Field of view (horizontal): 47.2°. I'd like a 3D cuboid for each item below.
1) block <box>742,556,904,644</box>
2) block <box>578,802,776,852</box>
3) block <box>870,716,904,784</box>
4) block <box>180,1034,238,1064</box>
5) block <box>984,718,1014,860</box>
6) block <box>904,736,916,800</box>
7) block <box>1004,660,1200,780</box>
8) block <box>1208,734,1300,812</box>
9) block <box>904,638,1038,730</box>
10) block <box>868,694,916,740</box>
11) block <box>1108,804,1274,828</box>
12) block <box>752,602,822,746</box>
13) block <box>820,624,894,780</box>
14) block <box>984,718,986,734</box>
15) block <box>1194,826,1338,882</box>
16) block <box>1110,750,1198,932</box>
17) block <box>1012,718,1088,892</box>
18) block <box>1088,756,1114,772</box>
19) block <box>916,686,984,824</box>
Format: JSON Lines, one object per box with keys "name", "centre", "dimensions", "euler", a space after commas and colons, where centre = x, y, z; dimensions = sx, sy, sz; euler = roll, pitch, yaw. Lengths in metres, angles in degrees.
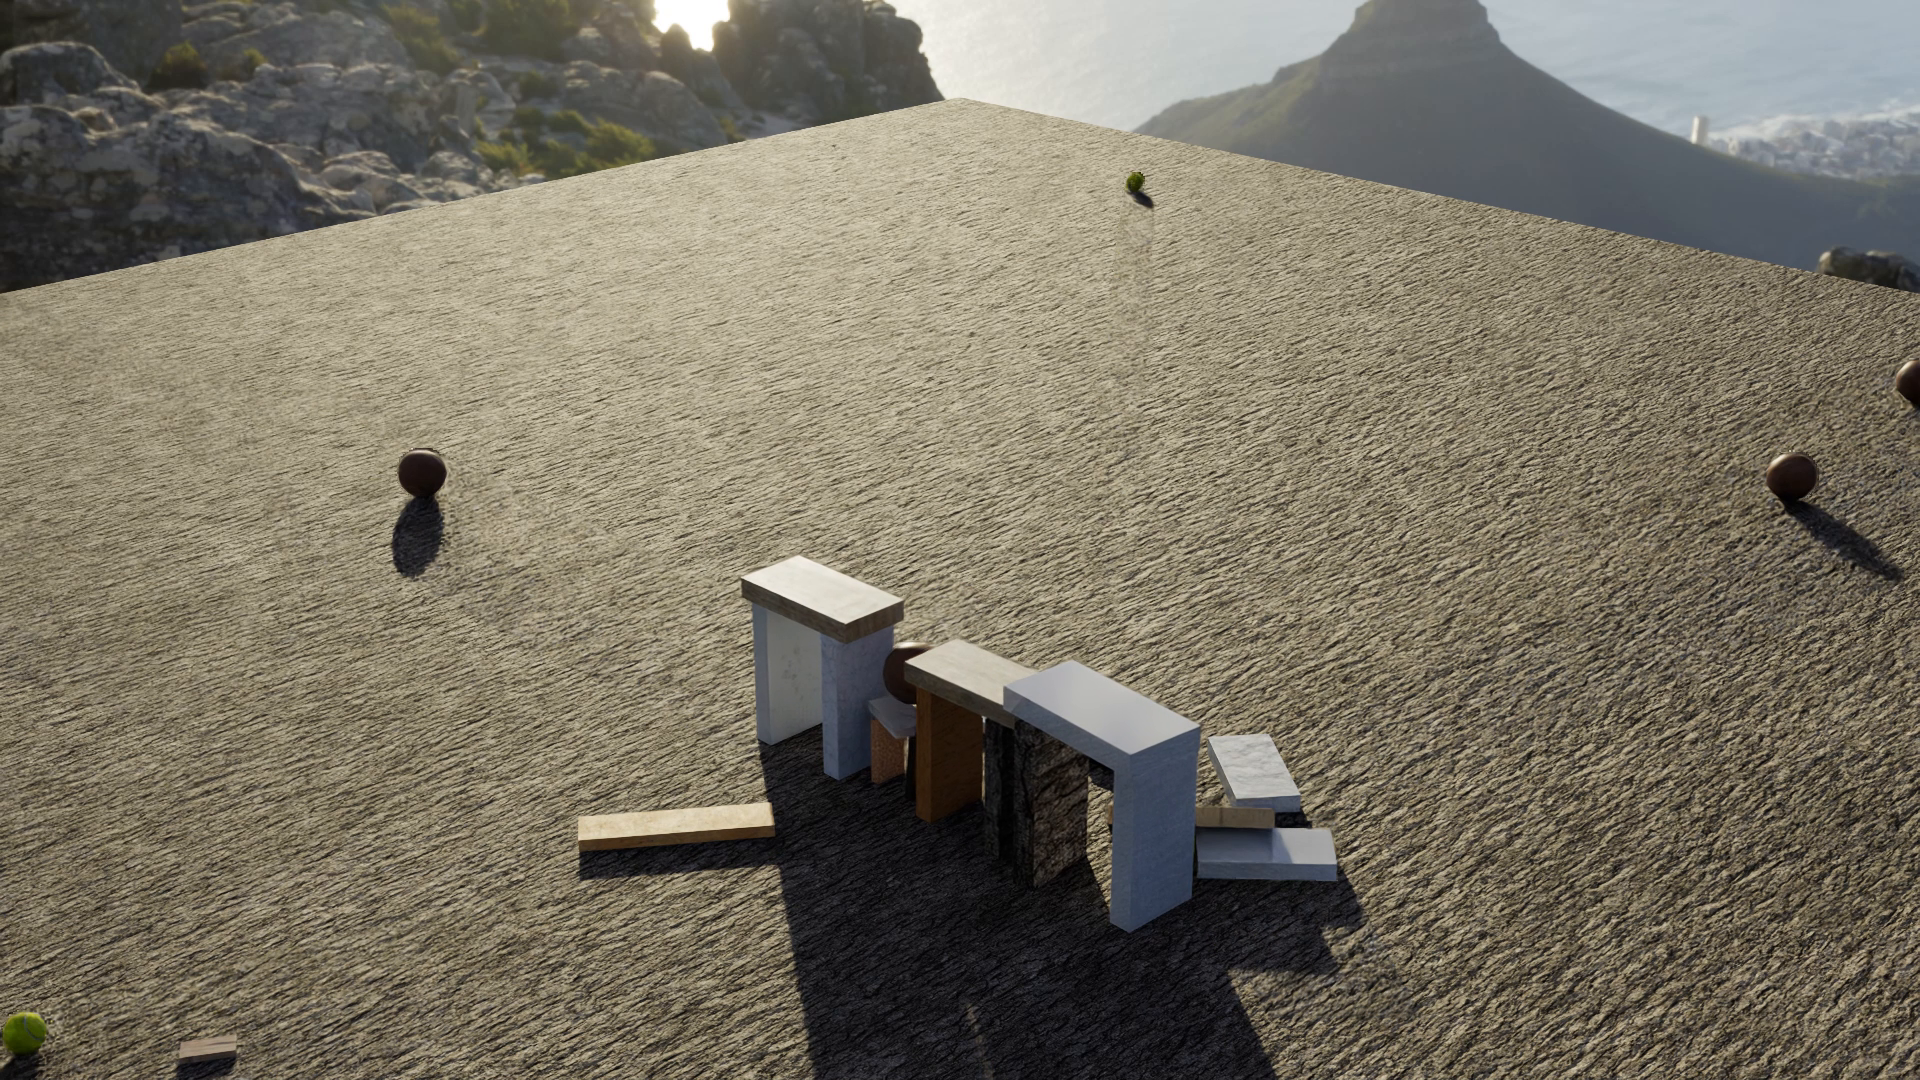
{"name": "block", "centre": [-0.288, 0.122, 4.582], "dimensions": [0.325, 0.046, 0.162], "euler": [21, 31, 40]}
{"name": "block", "centre": [-0.564, 0.571, 4.381], "dimensions": [0.385, 0.026, 0.091], "euler": [-3, 23, -8]}
{"name": "block", "centre": [-0.150, 0.427, 4.566], "dimensions": [0.074, 0.148, 0.021], "euler": [-21, 31, -41]}
{"name": "block", "centre": [-1.270, 0.861, 3.716], "dimensions": [0.091, 0.013, 0.045], "euler": [-6, 24, -13]}
{"name": "block", "centre": [0.113, 0.462, 4.293], "dimensions": [0.042, 0.297, 0.148], "euler": [19, 30, 38]}
{"name": "block", "centre": [-0.075, 0.455, 4.497], "dimensions": [0.074, 0.148, 0.021], "euler": [-21, 37, -41]}
{"name": "block", "centre": [0.258, 0.326, 4.043], "dimensions": [0.173, 0.049, 0.347], "euler": [-18, 29, -35]}
{"name": "block", "centre": [0.608, 0.485, 4.570], "dimensions": [0.133, 0.038, 0.266], "euler": [-3, 23, -6]}
{"name": "block", "centre": [0.049, 0.279, 4.289], "dimensions": [0.297, 0.042, 0.148], "euler": [21, 31, 40]}
{"name": "block", "centre": [-0.126, 0.361, 4.502], "dimensions": [0.074, 0.021, 0.148], "euler": [-10, 24, -23]}
{"name": "block", "centre": [0.454, 0.546, 4.350], "dimensions": [0.322, 0.038, 0.133], "euler": [1, -6, 3]}
{"name": "block", "centre": [-0.364, 0.263, 4.725], "dimensions": [0.162, 0.325, 0.046], "euler": [-21, 31, -41]}
{"name": "block", "centre": [-0.211, 0.322, 4.585], "dimensions": [0.162, 0.325, 0.046], "euler": [-21, 31, -41]}
{"name": "block", "centre": [0.101, 0.401, 4.783], "dimensions": [0.183, 0.026, 0.091], "euler": [20, 30, 39]}
{"name": "block", "centre": [0.592, 0.610, 4.276], "dimensions": [0.266, 0.038, 0.133], "euler": [1, 23, 2]}
{"name": "block", "centre": [0.358, 0.535, 4.057], "dimensions": [0.173, 0.346, 0.049], "euler": [-20, 30, -39]}
{"name": "block", "centre": [0.174, 0.477, 4.192], "dimensions": [0.049, 0.347, 0.173], "euler": [17, 28, 35]}
{"name": "block", "centre": [0.353, 0.438, 4.695], "dimensions": [0.091, 0.026, 0.183], "euler": [18, 29, 36]}
{"name": "block", "centre": [-0.020, 0.407, 4.421], "dimensions": [0.042, 0.297, 0.149], "euler": [22, 31, 40]}
